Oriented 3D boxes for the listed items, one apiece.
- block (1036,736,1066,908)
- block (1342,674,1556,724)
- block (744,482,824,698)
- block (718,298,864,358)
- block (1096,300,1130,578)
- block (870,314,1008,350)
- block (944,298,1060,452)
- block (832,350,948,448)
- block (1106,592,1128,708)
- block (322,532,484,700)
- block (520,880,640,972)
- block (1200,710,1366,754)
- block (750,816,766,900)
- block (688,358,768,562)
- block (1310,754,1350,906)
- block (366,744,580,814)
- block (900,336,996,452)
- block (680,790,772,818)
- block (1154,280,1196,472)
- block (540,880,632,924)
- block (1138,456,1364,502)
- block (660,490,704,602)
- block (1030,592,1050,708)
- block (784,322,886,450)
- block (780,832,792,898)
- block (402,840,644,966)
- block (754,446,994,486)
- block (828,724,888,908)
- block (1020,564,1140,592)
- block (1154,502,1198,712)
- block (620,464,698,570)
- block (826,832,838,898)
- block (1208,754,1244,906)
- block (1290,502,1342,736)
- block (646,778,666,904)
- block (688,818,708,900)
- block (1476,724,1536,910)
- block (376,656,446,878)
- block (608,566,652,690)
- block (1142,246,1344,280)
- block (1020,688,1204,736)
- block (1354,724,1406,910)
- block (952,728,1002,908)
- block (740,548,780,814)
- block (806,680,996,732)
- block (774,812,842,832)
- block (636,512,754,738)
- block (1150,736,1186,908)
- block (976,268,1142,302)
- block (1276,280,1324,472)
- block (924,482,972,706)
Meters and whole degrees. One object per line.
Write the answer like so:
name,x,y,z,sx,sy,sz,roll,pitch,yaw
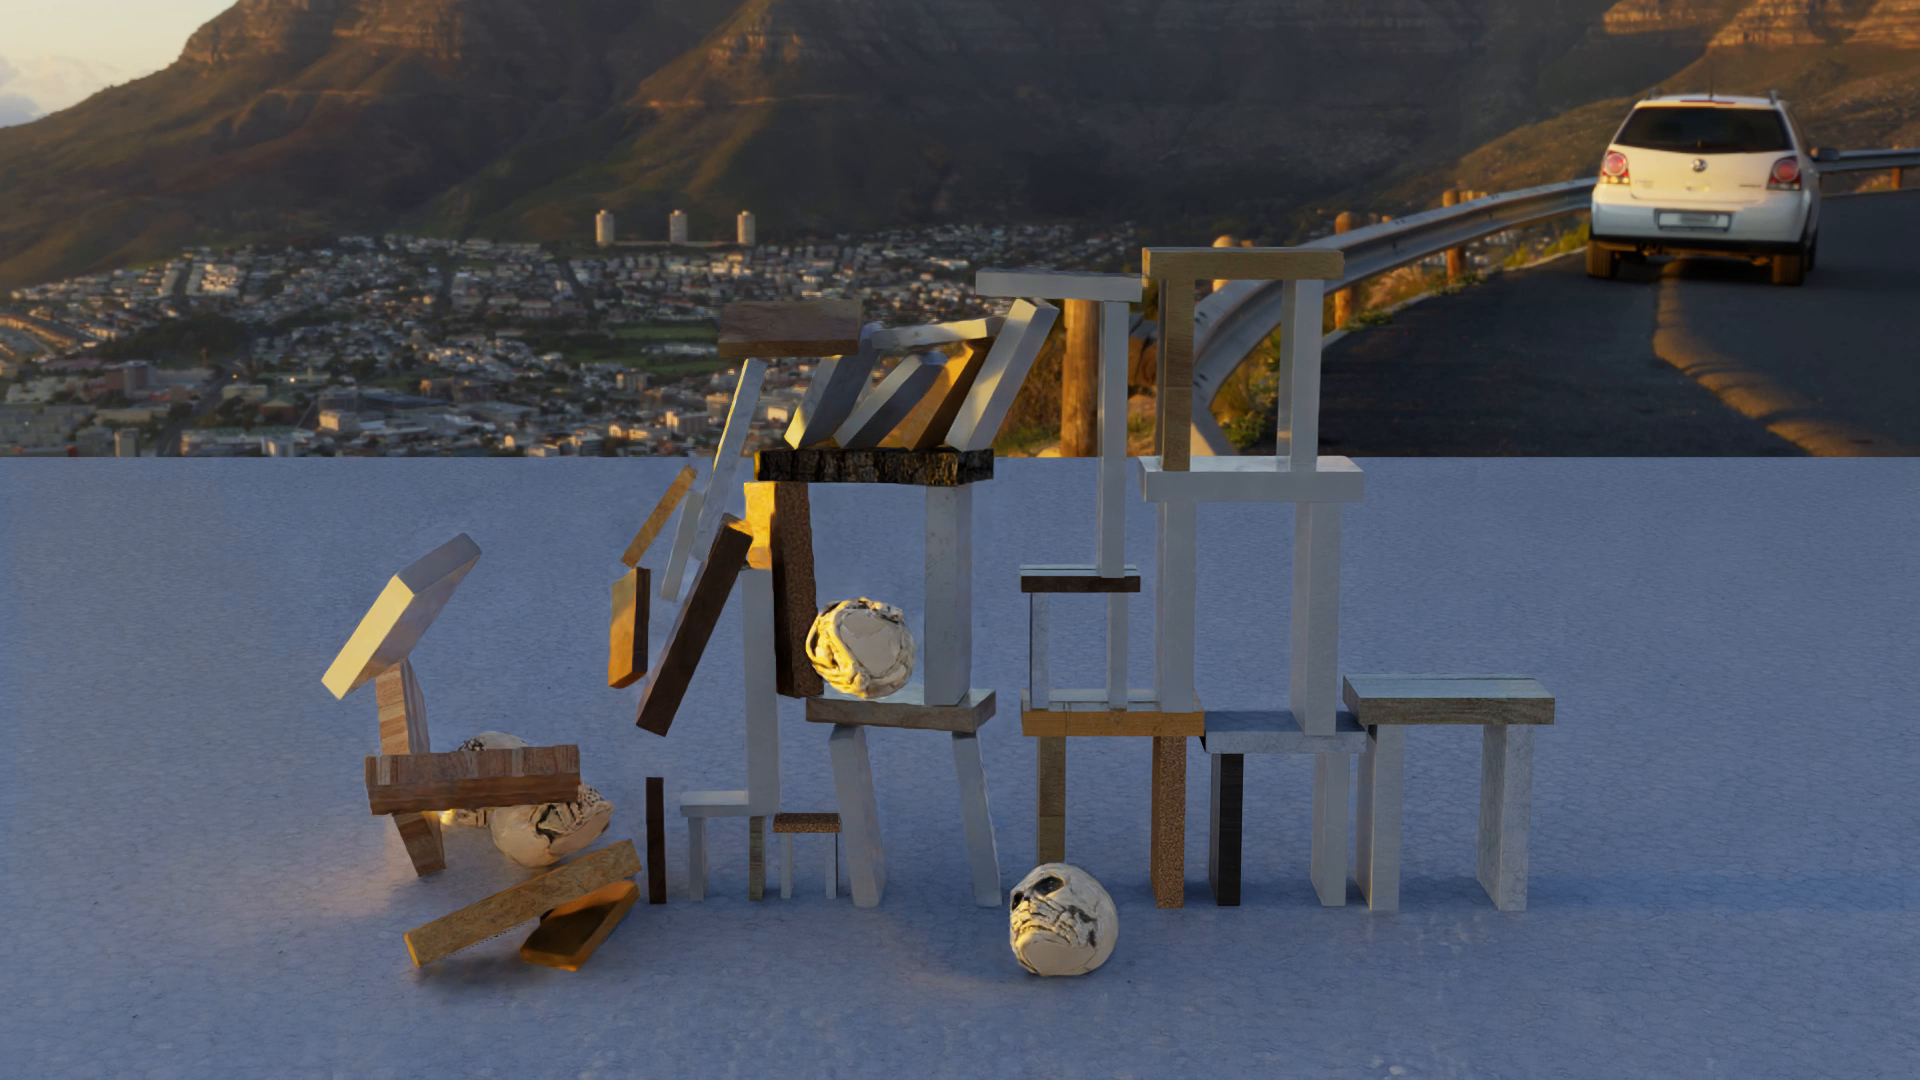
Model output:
block,0.150,0.446,3.643,0.041,0.292,0.146,0,11,0
block,0.798,0.260,3.607,0.313,0.044,0.157,0,11,0
block,-0.296,0.079,3.687,0.050,0.354,0.177,-6,4,-24
block,-0.269,-0.337,3.500,0.221,0.031,0.110,-1,41,3
block,0.244,-0.167,3.527,0.037,0.439,0.130,0,10,-1
block,-0.029,-0.334,3.529,0.204,0.029,0.102,-4,8,26
block,0.069,-0.266,3.537,0.037,0.259,0.130,31,13,15
block,-0.110,-0.229,3.603,0.029,0.204,0.102,53,26,17
block,0.257,0.169,3.588,0.027,0.191,0.095,0,11,0
block,-0.936,0.129,3.683,0.333,0.047,0.167,-46,-4,40
block,-0.589,0.593,3.419,0.096,0.027,0.193,4,29,23
block,0.528,0.316,3.623,0.259,0.037,0.130,0,11,0
block,-0.337,0.517,3.657,0.021,0.147,0.073,1,11,-1
block,-0.375,-0.133,3.545,0.031,0.331,0.110,17,4,-9
block,0.614,0.462,3.650,0.037,0.259,0.130,0,11,0
block,-0.792,0.392,3.590,0.333,0.047,0.167,-2,-23,-13
block,-0.012,-0.236,3.544,0.029,0.204,0.102,42,28,18
block,-0.385,0.436,3.635,0.147,0.021,0.073,-1,11,-3
block,0.342,-0.270,3.508,0.042,0.300,0.150,1,11,0
block,-0.604,0.596,3.564,0.096,0.027,0.193,1,11,7
block,0.464,-0.099,3.546,0.343,0.049,0.171,0,11,0
block,-0.449,0.008,3.548,0.025,0.177,0.089,15,0,-9
block,0.130,0.169,3.588,0.027,0.191,0.095,0,11,0
block,-0.203,-0.253,3.609,0.031,0.221,0.110,42,34,21
block,-0.289,0.533,3.664,0.016,0.113,0.057,0,11,0
block,-0.663,0.548,3.330,0.350,0.050,0.175,-22,-3,-19
block,-0.141,-0.125,3.630,0.354,0.050,0.177,2,6,20
block,-0.168,0.448,3.643,0.041,0.286,0.143,-7,10,5
block,0.193,0.062,3.568,0.191,0.027,0.095,0,10,0
block,0.350,0.093,3.582,0.049,0.343,0.171,0,11,0
block,-0.487,-0.039,3.568,0.025,0.177,0.089,34,6,-7
block,-0.214,0.533,3.664,0.016,0.113,0.057,0,11,0
block,0.441,0.462,3.650,0.037,0.259,0.130,0,11,0
block,0.579,0.111,3.585,0.049,0.380,0.171,0,11,0
block,-0.497,0.493,3.601,0.027,0.193,0.096,-1,36,-7
block,-0.435,0.517,3.657,0.021,0.147,0.073,0,11,0
block,0.902,0.436,3.640,0.044,0.313,0.157,0,11,0
block,-0.992,0.369,3.941,0.047,0.167,0.553,-18,32,-8
block,-0.532,0.142,3.537,0.025,0.177,0.089,14,-27,-31
block,0.444,-0.438,3.477,0.300,0.042,0.150,0,11,0
block,0.247,0.283,3.613,0.292,0.041,0.146,0,11,0
block,0.693,0.436,3.640,0.044,0.313,0.157,0,11,0
block,0.028,0.448,3.642,0.041,0.286,0.143,-8,10,2
block,-0.327,0.227,3.599,0.050,0.403,0.175,-2,11,-5
block,-0.097,0.276,3.661,0.286,0.041,0.143,2,8,16
block,-0.251,0.470,3.652,0.113,0.016,0.057,0,11,0
block,-0.429,0.133,3.565,0.050,0.350,0.175,24,4,-9
block,0.345,0.446,3.643,0.041,0.292,0.146,0,11,0
block,0.159,-0.406,3.492,0.259,0.037,0.130,3,10,4
block,0.542,-0.270,3.508,0.042,0.300,0.150,1,11,0
block,-0.018,0.081,3.619,0.050,0.354,0.177,1,6,8
